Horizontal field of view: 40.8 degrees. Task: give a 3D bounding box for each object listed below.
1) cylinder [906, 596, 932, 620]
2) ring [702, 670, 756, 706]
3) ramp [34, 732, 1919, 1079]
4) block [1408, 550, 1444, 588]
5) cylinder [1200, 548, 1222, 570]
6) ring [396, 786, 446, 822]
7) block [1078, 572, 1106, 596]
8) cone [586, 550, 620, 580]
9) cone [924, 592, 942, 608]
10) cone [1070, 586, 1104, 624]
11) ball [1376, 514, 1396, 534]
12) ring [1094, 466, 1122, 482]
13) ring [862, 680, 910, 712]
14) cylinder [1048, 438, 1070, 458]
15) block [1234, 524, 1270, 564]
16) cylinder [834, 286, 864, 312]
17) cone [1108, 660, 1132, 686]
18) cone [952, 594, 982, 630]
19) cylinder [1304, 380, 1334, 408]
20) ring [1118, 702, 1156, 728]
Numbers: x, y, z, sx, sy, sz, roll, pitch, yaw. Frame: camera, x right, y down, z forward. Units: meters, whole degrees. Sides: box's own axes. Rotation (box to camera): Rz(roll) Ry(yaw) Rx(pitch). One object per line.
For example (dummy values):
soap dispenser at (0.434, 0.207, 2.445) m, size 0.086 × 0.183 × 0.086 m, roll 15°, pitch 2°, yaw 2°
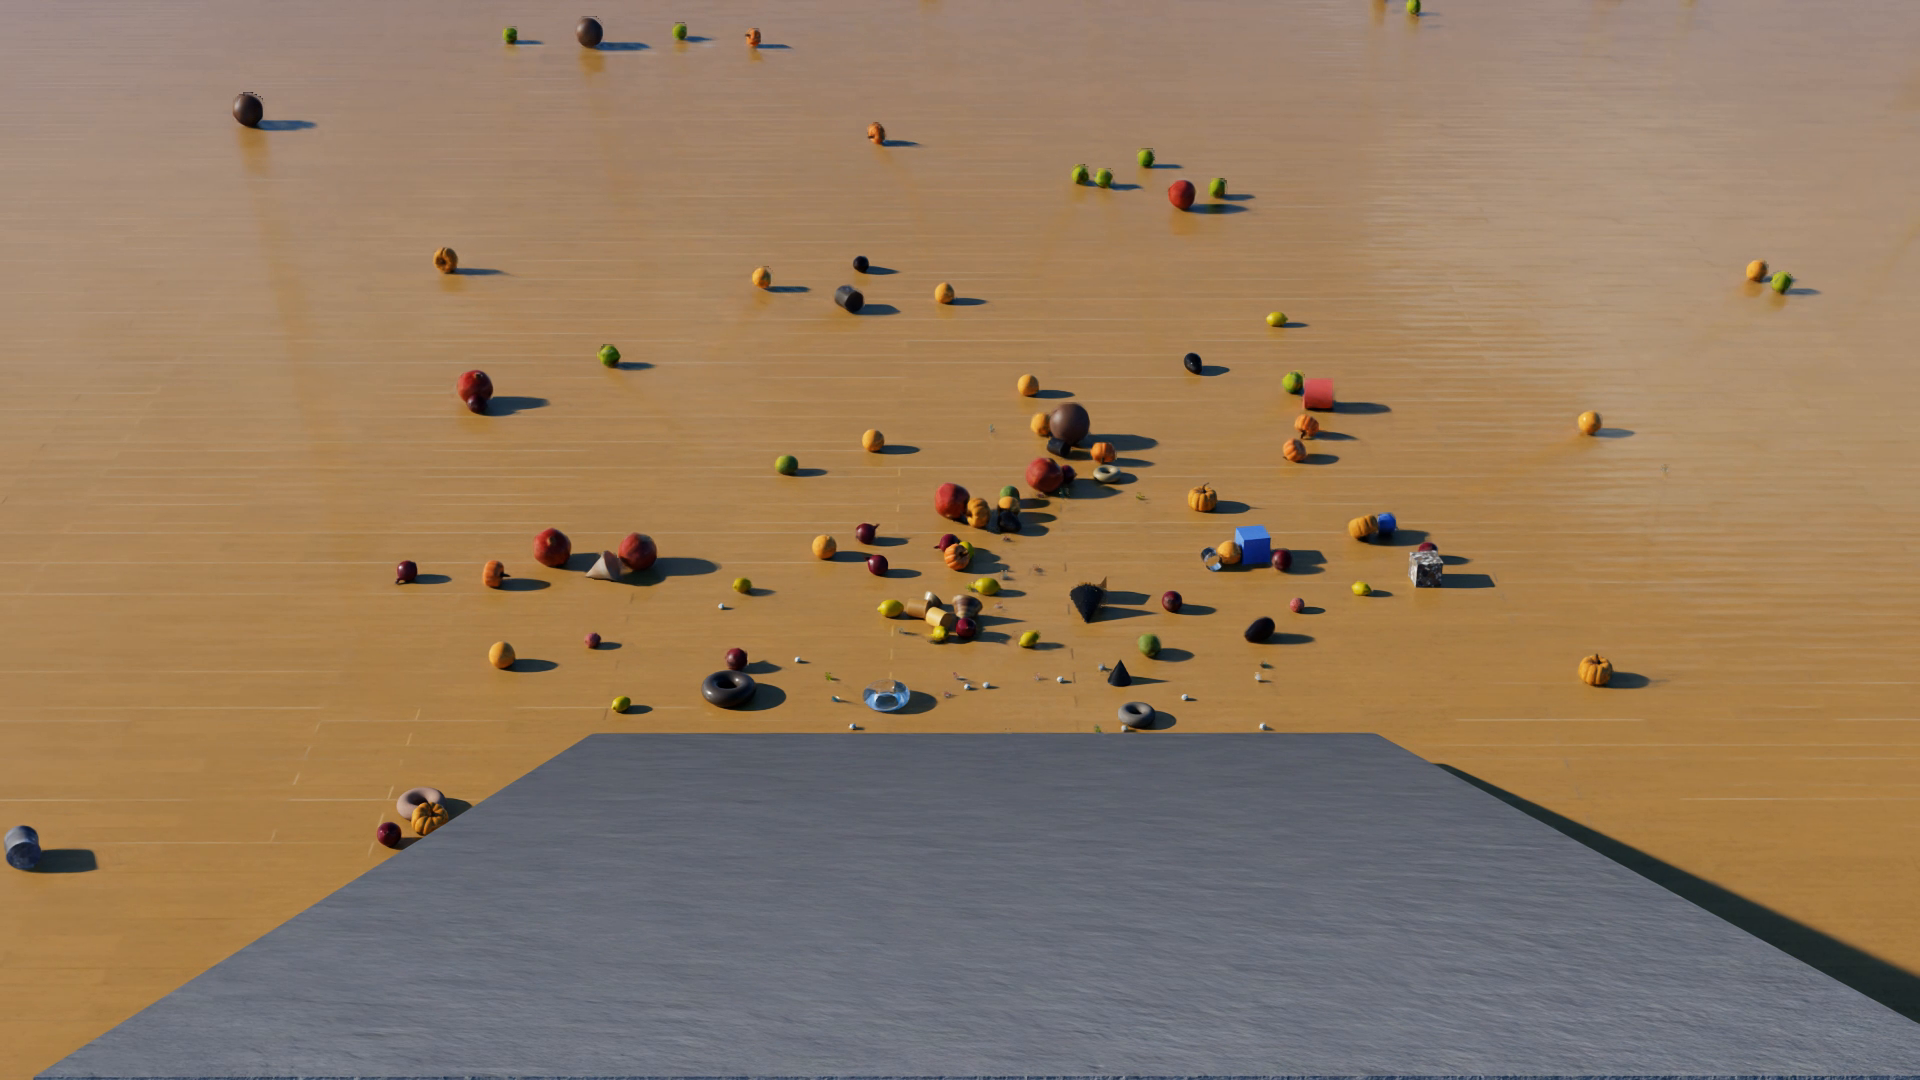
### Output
cylinder at (-0.115, 0.192, 7.304) m, size 0.055 × 0.055 × 0.055 m, roll 20°, pitch 33°, yaw 15°
ring at (-0.620, 0.398, 6.923) m, size 0.148 × 0.049 × 0.148 m, roll 1°, pitch 28°, yaw -1°
ramp at (0.063, 0.567, 4.607) m, size 2.000 × 0.100 × 4.000 m, roll 0°, pitch 1°, yaw 0°
block at (1.349, 0.084, 7.485) m, size 0.076 × 0.076 × 0.076 m, roll -4°, pitch 28°, yaw -7°
cylinder at (0.737, 0.055, 7.565) m, size 0.052 × 0.052 × 0.052 m, roll -6°, pitch 29°, yaw -12°
ring at (-1.343, 0.659, 6.442) m, size 0.122 × 0.041 × 0.122 m, roll 1°, pitch 29°, yaw 0°
block at (0.379, 0.138, 7.399) m, size 0.062 × 0.062 × 0.062 m, roll 11°, pitch 30°, yaw 20°
cone at (-1.051, 0.090, 7.509) m, size 0.094 × 0.094 × 0.094 m, roll -23°, pitch 24°, yaw 15°
cone at (-0.092, 0.188, 7.340) m, size 0.060 × 0.060 × 0.060 m, roll 22°, pitch 62°, yaw 35°
cone at (0.359, 0.196, 7.308) m, size 0.098 × 0.098 × 0.098 m, roll 1°, pitch 55°, yaw 1°
ball at (1.276, -0.046, 7.744) m, size 0.062 × 0.062 × 0.062 m, roll 0°, pitch 28°, yaw 0°
ring at (0.461, -0.206, 8.080) m, size 0.090 × 0.030 × 0.090 m, roll -1°, pitch 28°, yaw 1°
ring at (-0.197, 0.415, 6.899) m, size 0.126 × 0.042 × 0.126 m, roll -1°, pitch 28°, yaw 1°
cylinder at (0.314, -0.295, 8.221) m, size 0.053 × 0.053 × 0.053 m, roll 21°, pitch 34°, yaw 34°
block at (0.862, 0.014, 7.610) m, size 0.082 × 0.082 × 0.082 m, roll -5°, pitch 28°, yaw -10°
cylinder at (-0.399, -0.864, 9.266) m, size 0.077 × 0.077 × 0.077 m, roll -18°, pitch 33°, yaw -30°
cone at (0.433, 0.351, 6.991) m, size 0.067 × 0.067 × 0.067 m, roll 0°, pitch 28°, yaw 0°
cone at (0.010, 0.216, 7.274) m, size 0.090 × 0.090 × 0.090 m, roll 7°, pitch 55°, yaw 13°
cylinder at (1.183, -0.480, 8.528) m, size 0.093 × 0.093 × 0.093 m, roll 3°, pitch 28°, yaw 5°
ring at (0.466, 0.460, 6.822) m, size 0.101 × 0.034 × 0.101 m, roll 0°, pitch 27°, yaw 0°
